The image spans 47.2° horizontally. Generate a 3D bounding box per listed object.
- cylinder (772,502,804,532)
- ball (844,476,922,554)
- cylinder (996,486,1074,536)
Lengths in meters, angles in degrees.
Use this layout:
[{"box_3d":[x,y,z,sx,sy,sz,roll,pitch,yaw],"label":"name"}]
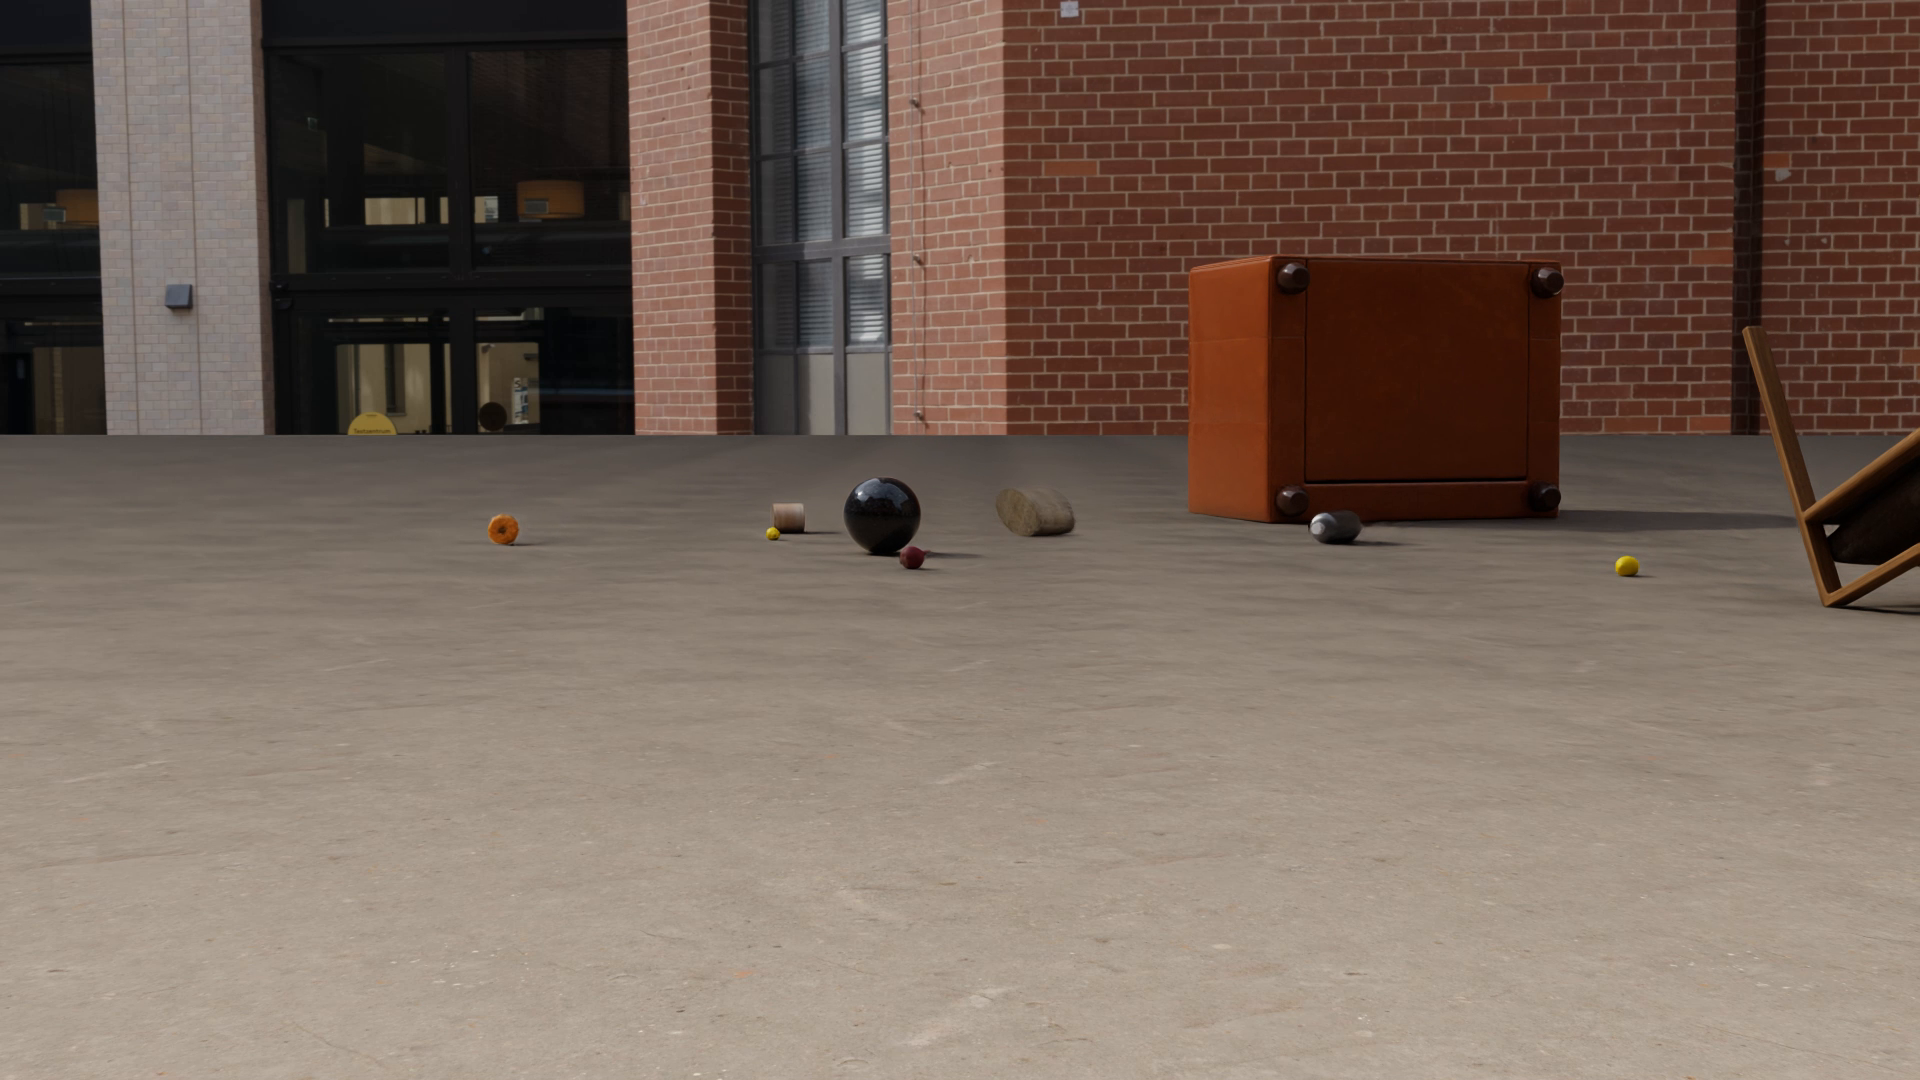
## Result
[{"box_3d":[-0.538,-0.069,6.879,0.094,0.092,0.147,-1,7,-9],"label":"cylinder"},{"box_3d":[-0.211,-0.068,5.991,0.212,0.212,0.212,0,4,0],"label":"ball"},{"box_3d":[0.232,-0.088,6.773,0.186,0.122,0.180,42,28,30],"label":"cylinder"}]
